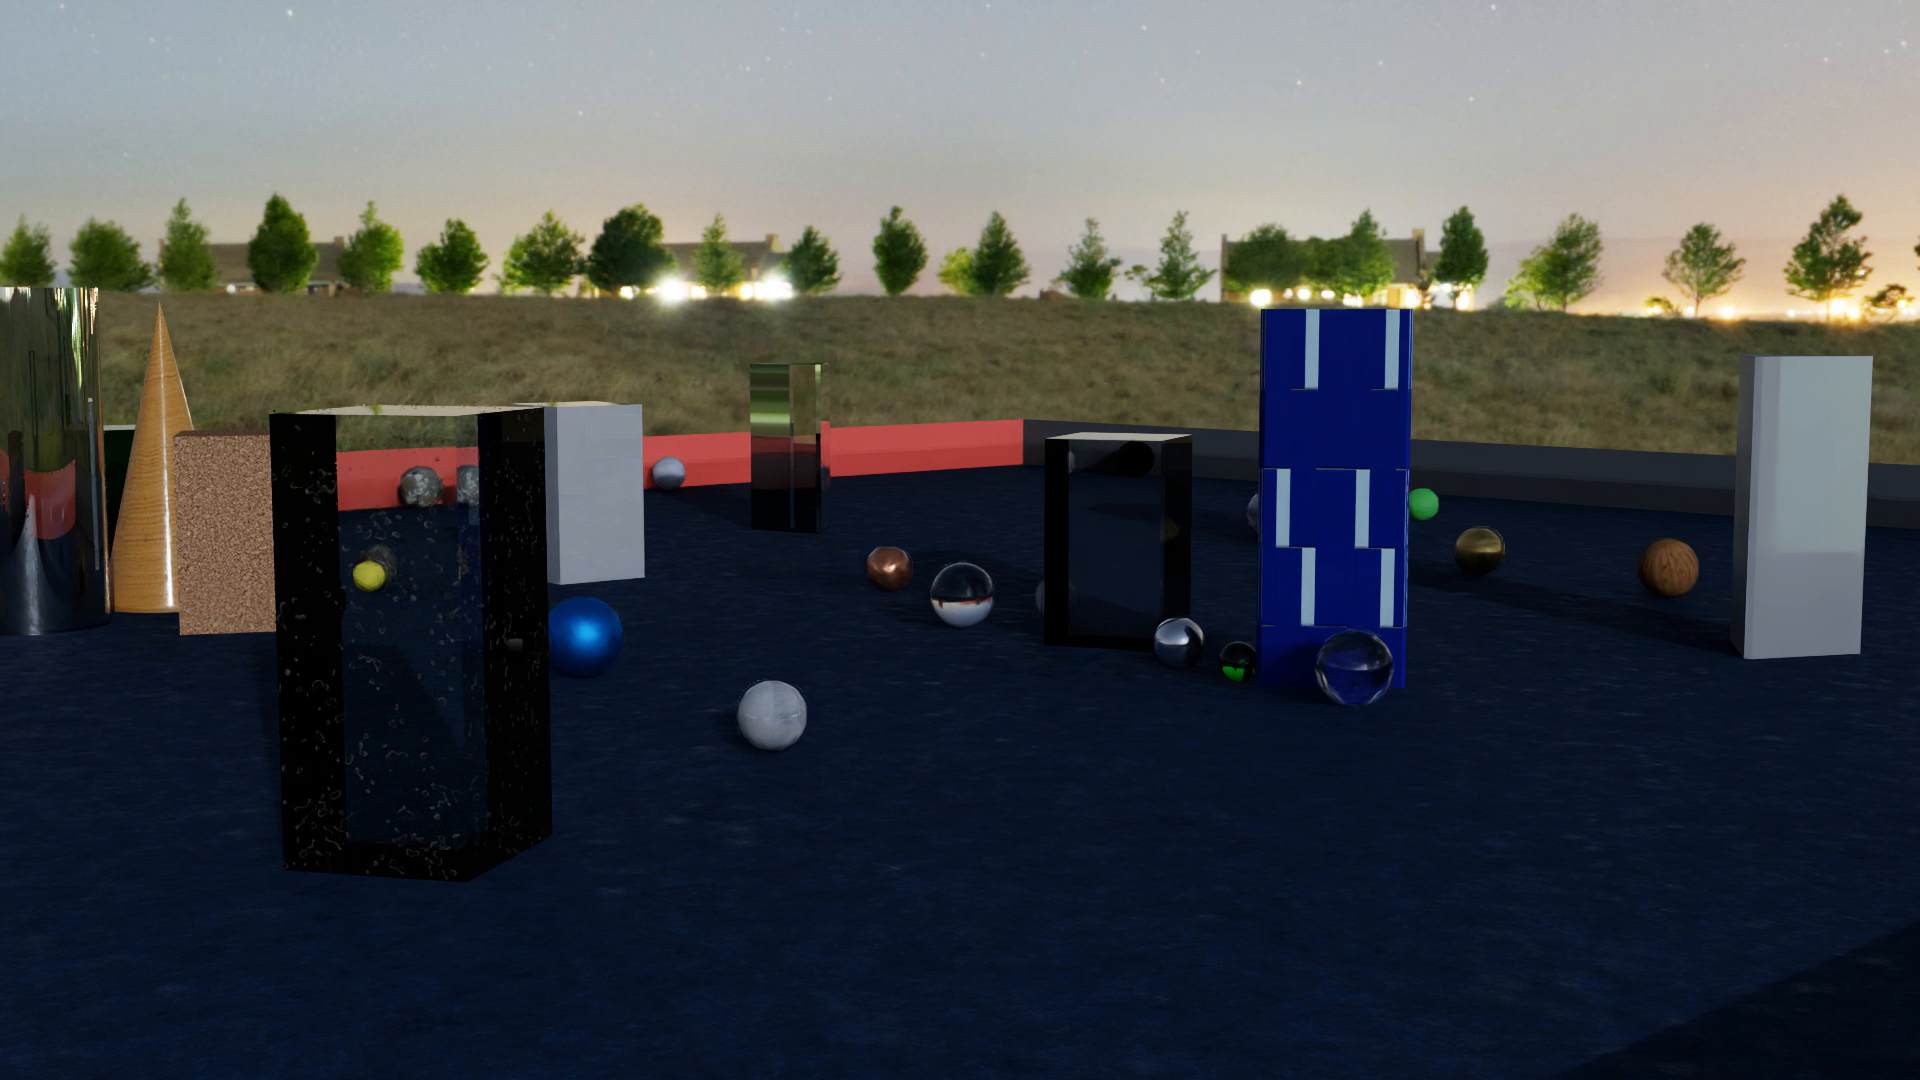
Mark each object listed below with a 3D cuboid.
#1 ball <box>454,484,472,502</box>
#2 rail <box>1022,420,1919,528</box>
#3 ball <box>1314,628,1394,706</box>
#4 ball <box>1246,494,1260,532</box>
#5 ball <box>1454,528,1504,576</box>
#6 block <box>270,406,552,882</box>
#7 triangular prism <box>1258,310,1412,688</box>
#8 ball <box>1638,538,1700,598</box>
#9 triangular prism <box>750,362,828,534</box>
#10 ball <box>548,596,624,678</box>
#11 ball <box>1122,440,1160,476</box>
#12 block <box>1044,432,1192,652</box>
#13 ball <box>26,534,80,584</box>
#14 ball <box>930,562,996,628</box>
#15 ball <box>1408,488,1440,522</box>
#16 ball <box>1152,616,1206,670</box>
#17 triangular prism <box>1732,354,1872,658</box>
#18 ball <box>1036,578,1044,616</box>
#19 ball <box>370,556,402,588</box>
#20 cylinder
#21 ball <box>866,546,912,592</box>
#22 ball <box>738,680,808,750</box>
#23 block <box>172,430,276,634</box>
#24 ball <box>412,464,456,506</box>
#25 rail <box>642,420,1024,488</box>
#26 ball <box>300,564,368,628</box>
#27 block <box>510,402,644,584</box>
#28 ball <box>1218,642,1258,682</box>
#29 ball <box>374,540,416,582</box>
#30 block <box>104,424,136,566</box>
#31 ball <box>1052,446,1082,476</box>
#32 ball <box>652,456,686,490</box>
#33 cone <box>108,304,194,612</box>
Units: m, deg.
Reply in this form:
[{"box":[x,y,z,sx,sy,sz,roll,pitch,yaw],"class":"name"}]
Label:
[{"box":[-1.157,-0.108,5.120,0.043,0.043,0.043,0,6,0],"class":"ball"},{"box":[1.622,-0.121,4.820,0.045,0.129,4.292,-5,8,-42],"class":"rail"},{"box":[0.445,0.144,2.480,0.088,0.088,0.088,0,6,0],"class":"ball"},{"box":[0.616,-0.054,4.390,0.087,0.087,0.087,0,6,0],"class":"ball"},{"box":[0.875,0.019,3.711,0.081,0.081,0.081,0,6,0],"class":"ball"},{"box":[-0.443,0.076,1.795,0.159,0.365,0.159,1,6,14],"class":"block"},{"box":[0.450,-0.056,2.668,0.172,0.447,0.149,1,6,7],"class":"triangular prism"},{"box":[1.102,0.044,3.422,0.092,0.092,0.092,0,6,0],"class":"ball"},{"box":[-0.314,-0.191,4.496,0.172,0.338,0.149,4,7,33],"class":"triangular prism"},{"box":[-0.460,0.118,2.679,0.099,0.099,0.099,0,6,0],"class":"ball"},{"box":[0.489,-0.222,5.941,0.098,0.098,0.098,0,6,0],"class":"ball"},{"box":[0.215,-0.002,2.970,0.159,0.276,0.159,2,6,20],"class":"block"},{"box":[-1.481,0.031,3.589,0.083,0.083,0.083,0,6,0],"class":"ball"},{"box":[0.004,0.078,3.094,0.092,0.092,0.092,0,6,0],"class":"ball"},{"box":[0.981,-0.076,4.668,0.072,0.072,0.072,0,6,0],"class":"ball"},{"box":[0.272,0.128,2.738,0.066,0.066,0.066,0,6,0],"class":"ball"},{"box":[1.072,-0.050,2.899,0.172,0.387,0.149,-2,6,-17],"class":"triangular prism"},{"box":[0.146,0.082,3.144,0.075,0.075,0.075,0,6,0],"class":"ball"},{"box":[-0.924,0.052,3.547,0.050,0.050,0.050,0,6,0],"class":"ball"},{"box":[-1.313,-0.116,3.101,0.199,0.476,0.199,0,6,0],"class":"cylinder"},{"box":[-0.114,0.045,3.504,0.073,0.073,0.073,0,6,0],"class":"ball"},{"box":[-0.190,0.178,2.234,0.072,0.072,0.072,0,6,0],"class":"ball"},{"box":[-1.019,-0.015,3.115,0.159,0.274,0.159,-2,6,-15],"class":"block"},{"box":[-1.199,-0.124,5.011,0.098,0.098,0.098,0,6,0],"class":"ball"},{"box":[-1.439,-0.128,4.883,4.461,0.129,0.045,-5,8,-42],"class":"rail"},{"box":[-0.880,0.079,3.089,0.092,0.092,0.092,0,6,0],"class":"ball"},{"box":[-0.641,-0.083,3.683,0.159,0.290,0.159,-5,8,-39],"class":"block"},{"box":[0.335,0.147,2.647,0.049,0.049,0.049,0,6,0],"class":"ball"},{"box":[-0.929,0.036,3.615,0.069,0.069,0.069,0,6,0],"class":"ball"},{"box":[-1.432,-0.074,3.819,0.159,0.244,0.159,-4,7,-31],"class":"block"},{"box":[0.291,-0.215,5.974,0.078,0.078,0.078,0,6,0],"class":"ball"},{"box":[-0.723,-0.165,5.462,0.084,0.084,0.084,0,6,0],"class":"ball"},{"box":[-1.203,-0.131,3.328,0.199,0.460,0.199,0,6,0],"class":"cone"}]
